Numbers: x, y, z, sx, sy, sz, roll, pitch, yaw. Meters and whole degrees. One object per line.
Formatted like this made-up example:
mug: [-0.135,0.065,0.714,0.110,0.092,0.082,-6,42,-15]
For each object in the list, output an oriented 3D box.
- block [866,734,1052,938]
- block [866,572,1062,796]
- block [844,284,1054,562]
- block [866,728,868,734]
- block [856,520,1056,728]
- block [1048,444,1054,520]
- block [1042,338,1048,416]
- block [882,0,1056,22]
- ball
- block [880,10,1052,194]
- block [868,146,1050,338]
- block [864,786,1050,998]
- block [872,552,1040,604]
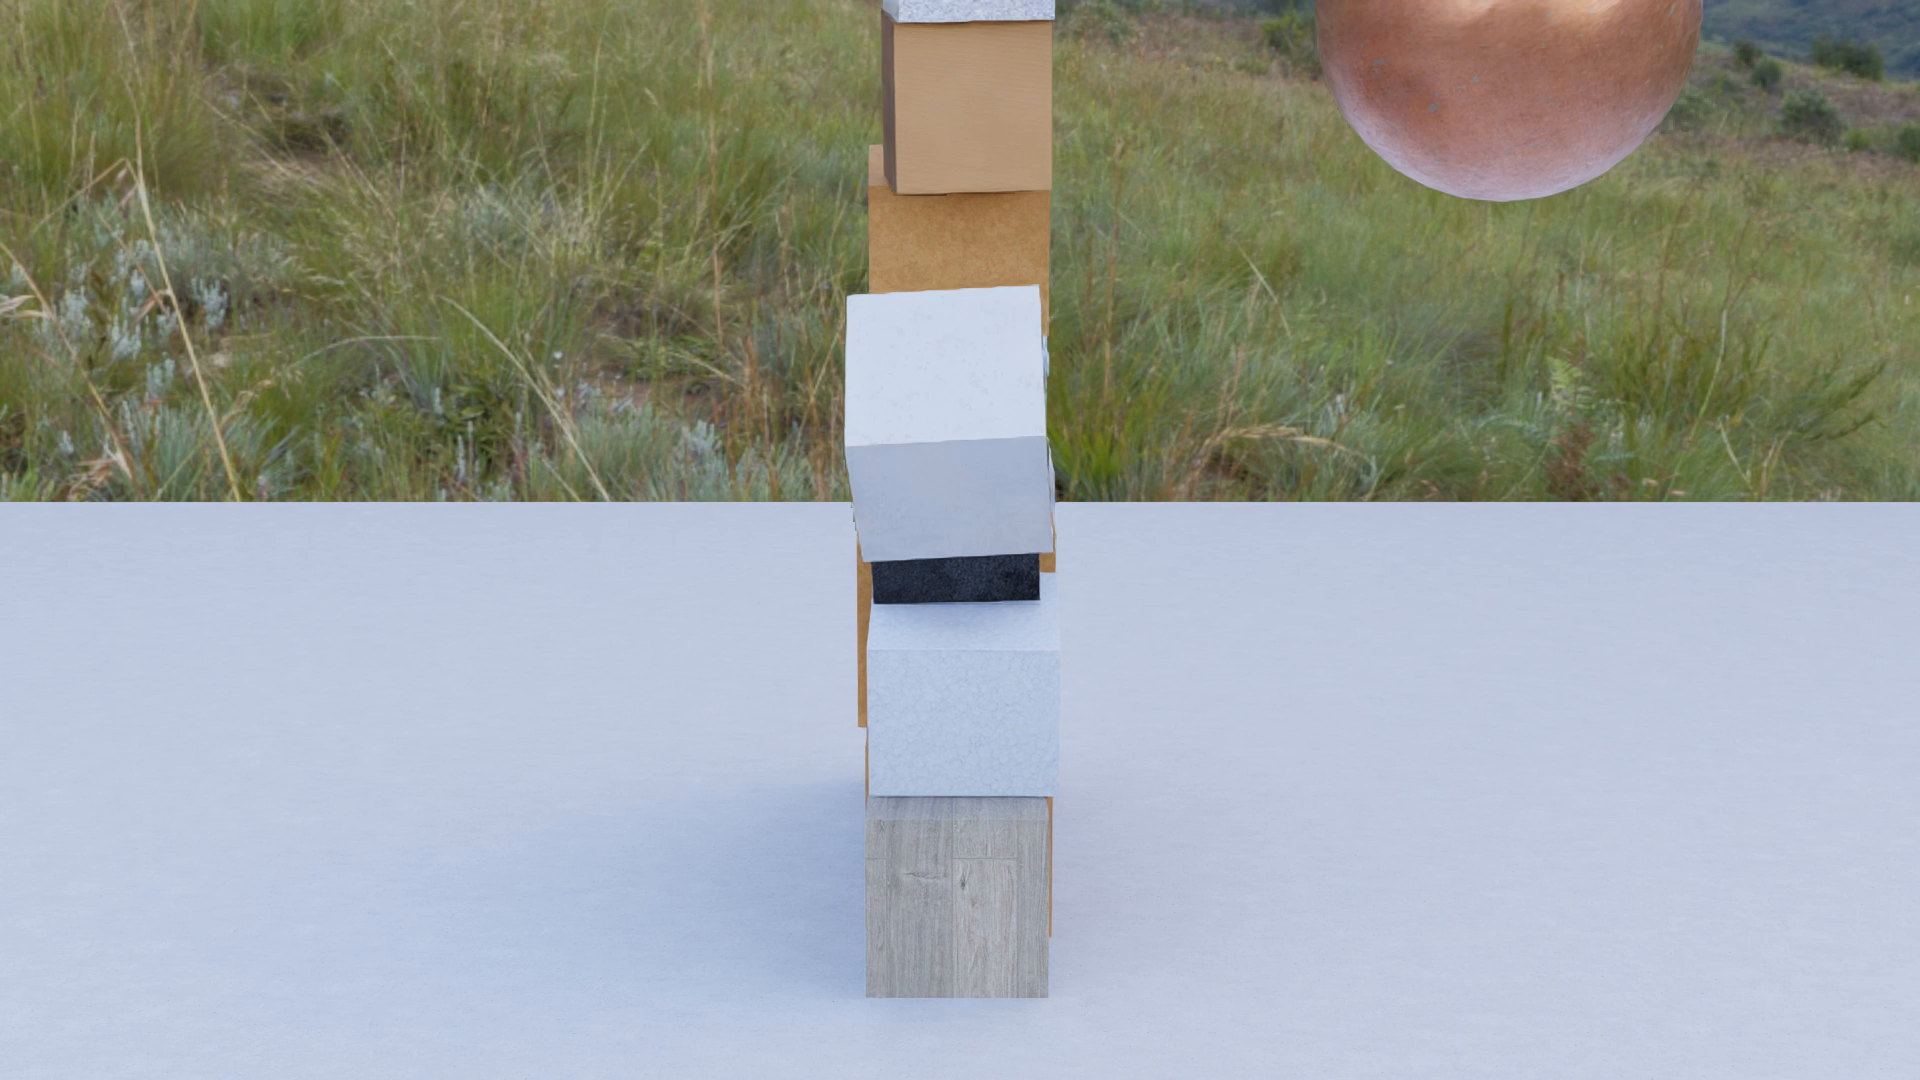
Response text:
block: [-0.004,1.158,10.932,0.762,0.809,0.891,0,10,0]
block: [0.020,0.567,10.252,0.742,0.636,0.719,0,24,1]
block: [-0.036,-0.433,9.579,0.716,0.682,0.728,-3,53,3]
block: [-0.003,1.050,11.763,0.822,0.726,0.764,0,10,0]
block: [-0.015,0.303,11.084,0.823,0.818,0.867,0,10,0]
block: [0.012,0.066,11.995,0.820,0.947,0.990,0,12,0]
block: [0.009,-0.540,11.026,0.711,0.745,0.658,0,22,0]
block: [0.023,-2.400,10.223,0.614,0.594,0.675,-3,17,-6]
ball: [2.295,-2.227,10.775,1.600,1.600,1.600,0,10,0]
block: [0.020,-1.791,10.402,0.623,0.676,0.579,-3,17,-6]
block: [-0.012,-1.290,11.009,0.749,0.656,0.715,-1,22,-1]
block: [-0.011,1.351,10.150,0.702,0.709,0.694,0,10,0]
block: [-0.020,-0.173,10.272,0.658,0.544,0.674,-1,37,1]
